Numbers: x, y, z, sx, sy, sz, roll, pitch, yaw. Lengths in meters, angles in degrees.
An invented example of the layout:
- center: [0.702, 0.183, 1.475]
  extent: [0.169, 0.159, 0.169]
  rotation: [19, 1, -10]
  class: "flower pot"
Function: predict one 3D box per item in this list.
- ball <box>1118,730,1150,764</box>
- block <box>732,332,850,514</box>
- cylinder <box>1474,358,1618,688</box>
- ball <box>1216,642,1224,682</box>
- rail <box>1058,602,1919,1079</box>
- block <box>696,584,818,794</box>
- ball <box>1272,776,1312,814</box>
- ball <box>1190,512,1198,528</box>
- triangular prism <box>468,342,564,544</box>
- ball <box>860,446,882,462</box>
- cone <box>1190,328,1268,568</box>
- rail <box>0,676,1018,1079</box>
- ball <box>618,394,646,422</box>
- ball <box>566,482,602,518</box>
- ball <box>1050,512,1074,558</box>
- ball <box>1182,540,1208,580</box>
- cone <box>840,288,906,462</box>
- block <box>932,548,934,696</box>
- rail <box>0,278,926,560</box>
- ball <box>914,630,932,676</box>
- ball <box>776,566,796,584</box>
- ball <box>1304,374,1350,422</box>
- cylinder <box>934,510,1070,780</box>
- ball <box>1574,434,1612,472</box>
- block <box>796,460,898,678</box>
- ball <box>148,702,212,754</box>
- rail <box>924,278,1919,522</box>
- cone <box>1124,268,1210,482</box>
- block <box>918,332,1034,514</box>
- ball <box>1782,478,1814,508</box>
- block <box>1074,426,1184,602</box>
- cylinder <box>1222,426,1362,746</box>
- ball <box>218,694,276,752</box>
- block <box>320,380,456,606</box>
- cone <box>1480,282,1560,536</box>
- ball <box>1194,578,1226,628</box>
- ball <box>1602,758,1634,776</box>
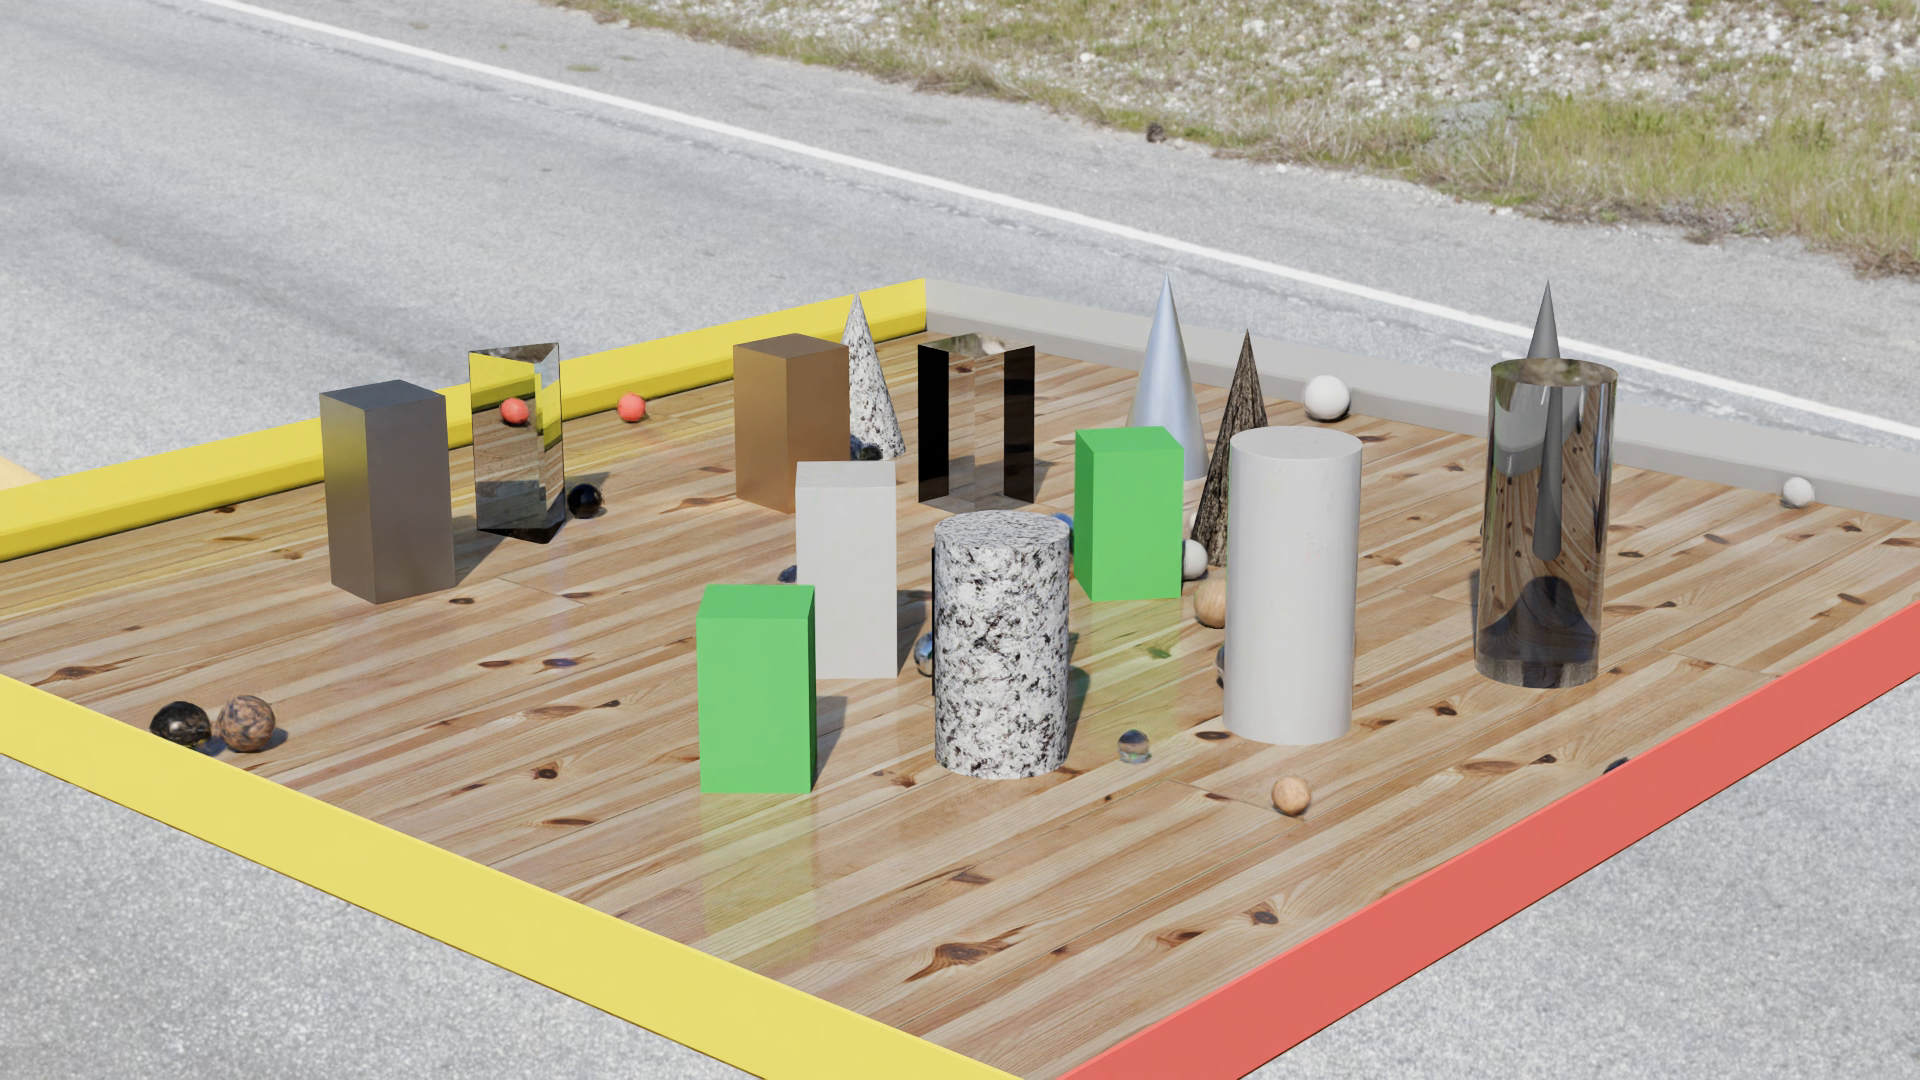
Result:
- center: [0.258, 0.306, 4.351]
  extent: [0.049, 0.049, 0.049]
  rotation: [0, 17, 0]
  class: "ball"
- center: [-0.325, -0.228, 5.679]
  extent: [0.158, 0.306, 0.158]
  rotation: [-15, 23, -41]
  class: "block"
- center: [0.936, -0.028, 4.691]
  extent: [0.198, 0.494, 0.198]
  rotation: [0, 17, 0]
  class: "cylinder"
- center: [0.452, 0.194, 4.651]
  extent: [0.092, 0.092, 0.092]
  rotation: [0, 17, 0]
  class: "ball"
- center: [1.073, 0.301, 4.227]
  extent: [0.045, 0.129, 3.066]
  rotation: [14, 22, 39]
  class: "rail"
- center: [-0.294, 0.216, 4.276]
  extent: [0.158, 0.266, 0.158]
  rotation: [0, 17, 1]
  class: "block"
- center: [0.470, 0.361, 4.157]
  extent: [0.056, 0.056, 0.056]
  rotation: [0, 17, 0]
  class: "ball"
- center: [0.453, -0.032, 5.480]
  extent: [0.047, 0.047, 0.047]
  rotation: [0, 17, 0]
  class: "ball"
- center: [-0.796, -0.188, 5.483]
  extent: [0.172, 0.343, 0.149]
  rotation: [11, 20, 33]
  class: "triangular prism"
- center: [-0.180, -0.169, 5.937]
  extent: [0.044, 0.044, 0.044]
  rotation: [0, 17, 0]
  class: "ball"
- center: [0.515, -0.179, 5.314]
  extent: [0.198, 0.424, 0.198]
  rotation: [0, 17, 0]
  class: "cone"
- center: [-0.990, 0.361, 4.029]
  extent: [2.891, 0.129, 0.045]
  rotation: [14, 22, 39]
  class: "rail"
- center: [-0.705, -0.284, 6.291]
  extent: [0.060, 0.060, 0.060]
  rotation: [0, 17, 0]
  class: "ball"
- center: [-0.715, -0.076, 5.587]
  extent: [0.068, 0.068, 0.068]
  rotation: [0, 17, 0]
  class: "ball"
- center: [0.183, -0.006, 5.321]
  extent: [0.088, 0.088, 0.088]
  rotation: [0, 17, 0]
  class: "ball"
- center: [0.404, 0.035, 5.213]
  extent: [0.072, 0.072, 0.072]
  rotation: [0, 17, 0]
  class: "ball"
- center: [-0.211, -0.352, 6.023]
  extent: [0.198, 0.345, 0.198]
  rotation: [0, 17, 0]
  class: "cone"
- center: [0.062, 0.119, 4.635]
  extent: [0.158, 0.244, 0.158]
  rotation: [8, 19, 25]
  class: "block"
- center: [-1.073, -0.237, 6.012]
  extent: [0.045, 0.129, 3.066]
  rotation: [14, 22, 39]
  class: "rail"
- center: [-0.038, 0.182, 4.719]
  extent: [0.075, 0.075, 0.075]
  rotation: [0, 17, 0]
  class: "ball"
- center: [-0.277, 0.083, 5.036]
  extent: [0.081, 0.081, 0.081]
  rotation: [0, 17, 0]
  class: "ball"
- center: [0.787, -0.305, 6.294]
  extent: [0.099, 0.099, 0.099]
  rotation: [0, 17, 0]
  class: "ball"
- center: [0.062, 0.153, 4.334]
  extent: [0.198, 0.353, 0.198]
  rotation: [0, 17, 0]
  class: "cylinder"
- center: [1.272, -0.175, 5.900]
  extent: [0.078, 0.078, 0.078]
  rotation: [0, 17, 0]
  class: "ball"
- center: [-0.183, 0.047, 4.744]
  extent: [0.158, 0.319, 0.158]
  rotation: [-1, 17, -2]
  class: "block"
- center: [-1.157, 0.285, 4.351]
  extent: [0.091, 0.091, 0.091]
  rotation: [0, 17, 0]
  class: "ball"
- center: [0.990, -0.297, 6.211]
  extent: [2.891, 0.129, 0.045]
  rotation: [14, 22, 39]
  class: "rail"
- center: [0.410, -0.340, 5.870]
  extent: [0.198, 0.412, 0.198]
  rotation: [0, 17, 0]
  class: "cone"
- center: [0.031, -0.222, 5.644]
  extent: [0.158, 0.315, 0.158]
  rotation: [-15, 22, -41]
  class: "block"
- center: [1.614, -0.091, 5.651]
  extent: [0.060, 0.060, 0.060]
  rotation: [0, 17, 0]
  class: "ball"
- center: [0.294, -0.047, 5.145]
  extent: [0.158, 0.268, 0.158]
  rotation: [-3, 17, -9]
  class: "block"
- center: [0.504, 0.067, 4.456]
  extent: [0.198, 0.446, 0.198]
  rotation: [0, 17, 0]
  class: "cylinder"
- center: [-1.070, 0.275, 4.395]
  extent: [0.085, 0.085, 0.085]
  rotation: [0, 17, 0]
  class: "ball"
- center: [-1.002, -0.086, 5.135]
  extent: [0.158, 0.348, 0.158]
  rotation: [-14, 22, -38]
  class: "block"
- center: [1.073, -0.245, 5.417]
  extent: [0.198, 0.490, 0.198]
  rotation: [0, 17, 0]
  class: "cone"
- center: [0.437, 0.106, 4.957]
  extent: [0.084, 0.084, 0.084]
  rotation: [0, 17, 0]
  class: "ball"
- center: [0.950, 0.347, 4.179]
  extent: [0.071, 0.071, 0.071]
  rotation: [0, 17, 0]
  class: "ball"
